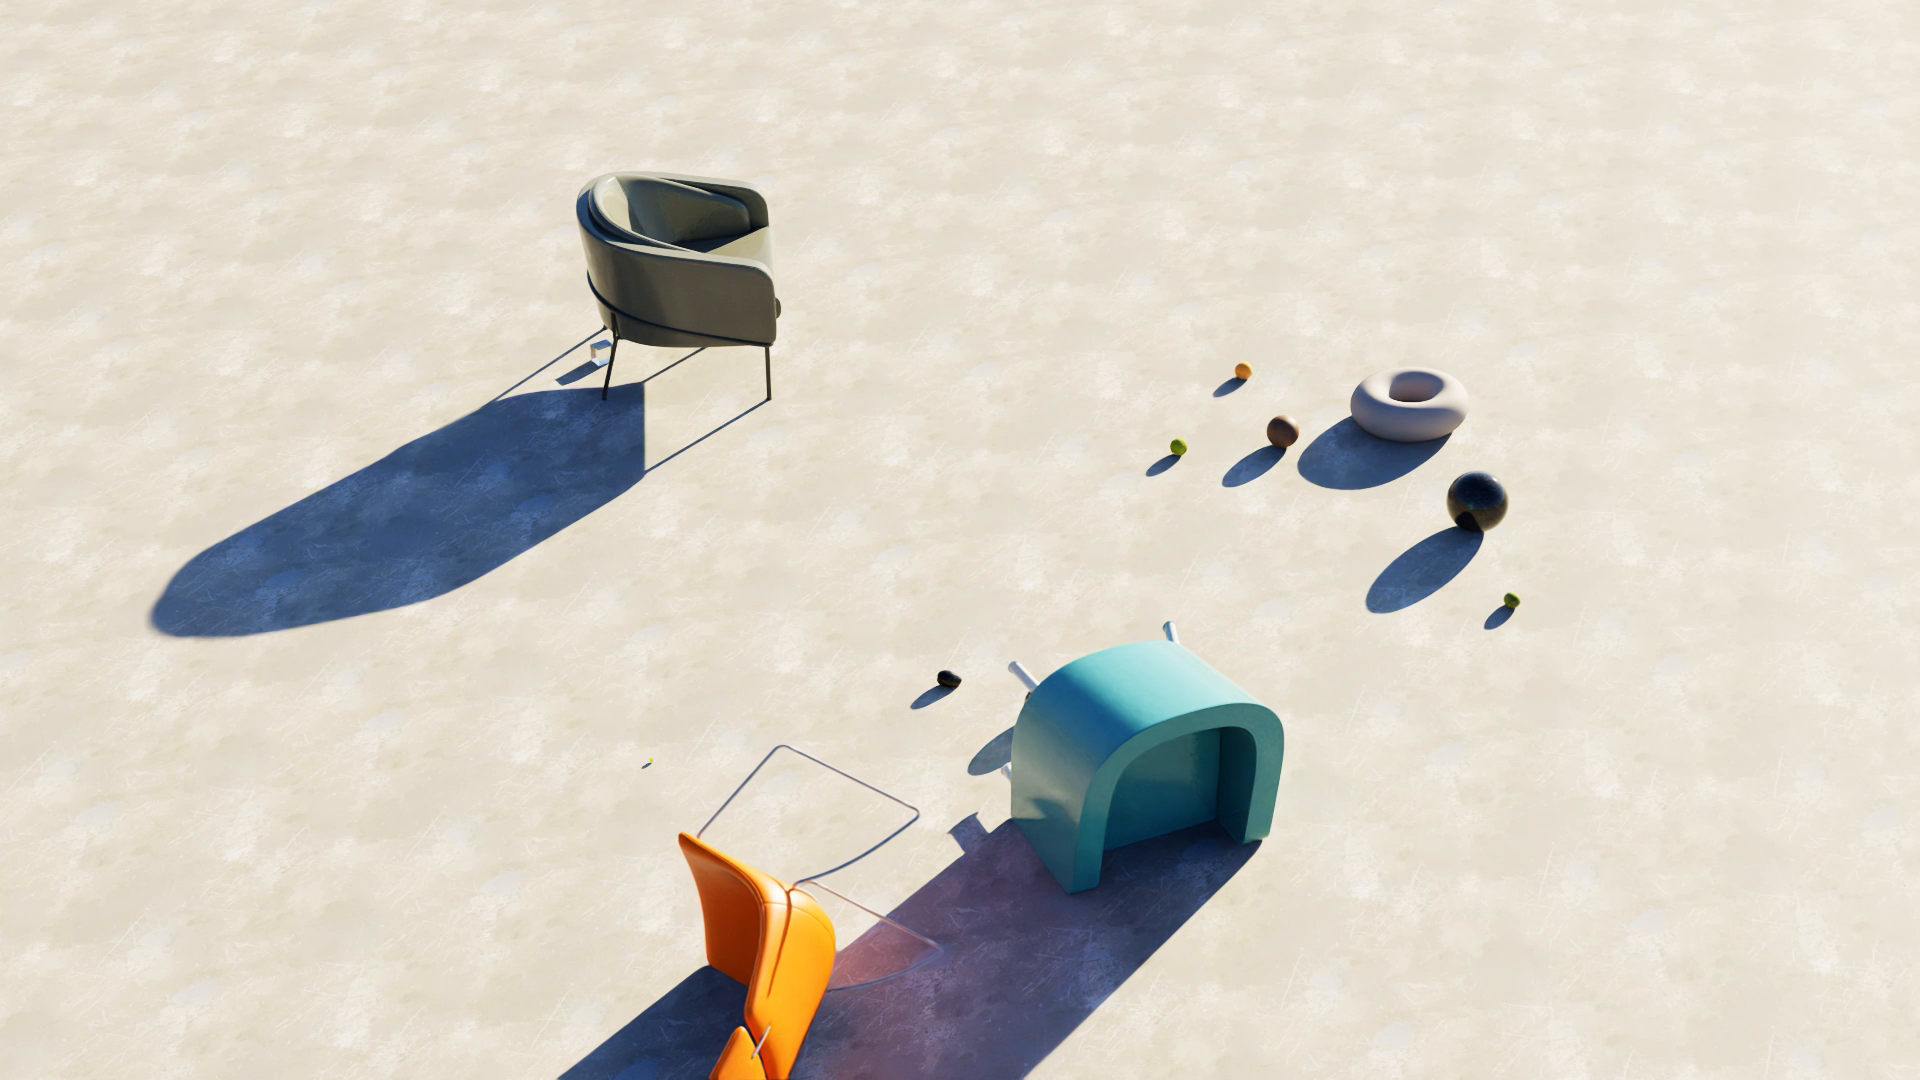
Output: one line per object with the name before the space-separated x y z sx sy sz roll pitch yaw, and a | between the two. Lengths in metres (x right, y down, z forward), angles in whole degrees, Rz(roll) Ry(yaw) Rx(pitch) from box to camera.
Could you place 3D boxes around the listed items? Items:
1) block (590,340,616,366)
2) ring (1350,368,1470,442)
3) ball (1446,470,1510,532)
block | -1.469 -0.771 12.049 0.077 0.072 0.064 -22 39 -30
ring | 1.782 -0.539 11.618 0.478 0.163 0.404 -8 35 -10
ball | 1.933 -0.144 10.950 0.235 0.235 0.235 0 33 0
